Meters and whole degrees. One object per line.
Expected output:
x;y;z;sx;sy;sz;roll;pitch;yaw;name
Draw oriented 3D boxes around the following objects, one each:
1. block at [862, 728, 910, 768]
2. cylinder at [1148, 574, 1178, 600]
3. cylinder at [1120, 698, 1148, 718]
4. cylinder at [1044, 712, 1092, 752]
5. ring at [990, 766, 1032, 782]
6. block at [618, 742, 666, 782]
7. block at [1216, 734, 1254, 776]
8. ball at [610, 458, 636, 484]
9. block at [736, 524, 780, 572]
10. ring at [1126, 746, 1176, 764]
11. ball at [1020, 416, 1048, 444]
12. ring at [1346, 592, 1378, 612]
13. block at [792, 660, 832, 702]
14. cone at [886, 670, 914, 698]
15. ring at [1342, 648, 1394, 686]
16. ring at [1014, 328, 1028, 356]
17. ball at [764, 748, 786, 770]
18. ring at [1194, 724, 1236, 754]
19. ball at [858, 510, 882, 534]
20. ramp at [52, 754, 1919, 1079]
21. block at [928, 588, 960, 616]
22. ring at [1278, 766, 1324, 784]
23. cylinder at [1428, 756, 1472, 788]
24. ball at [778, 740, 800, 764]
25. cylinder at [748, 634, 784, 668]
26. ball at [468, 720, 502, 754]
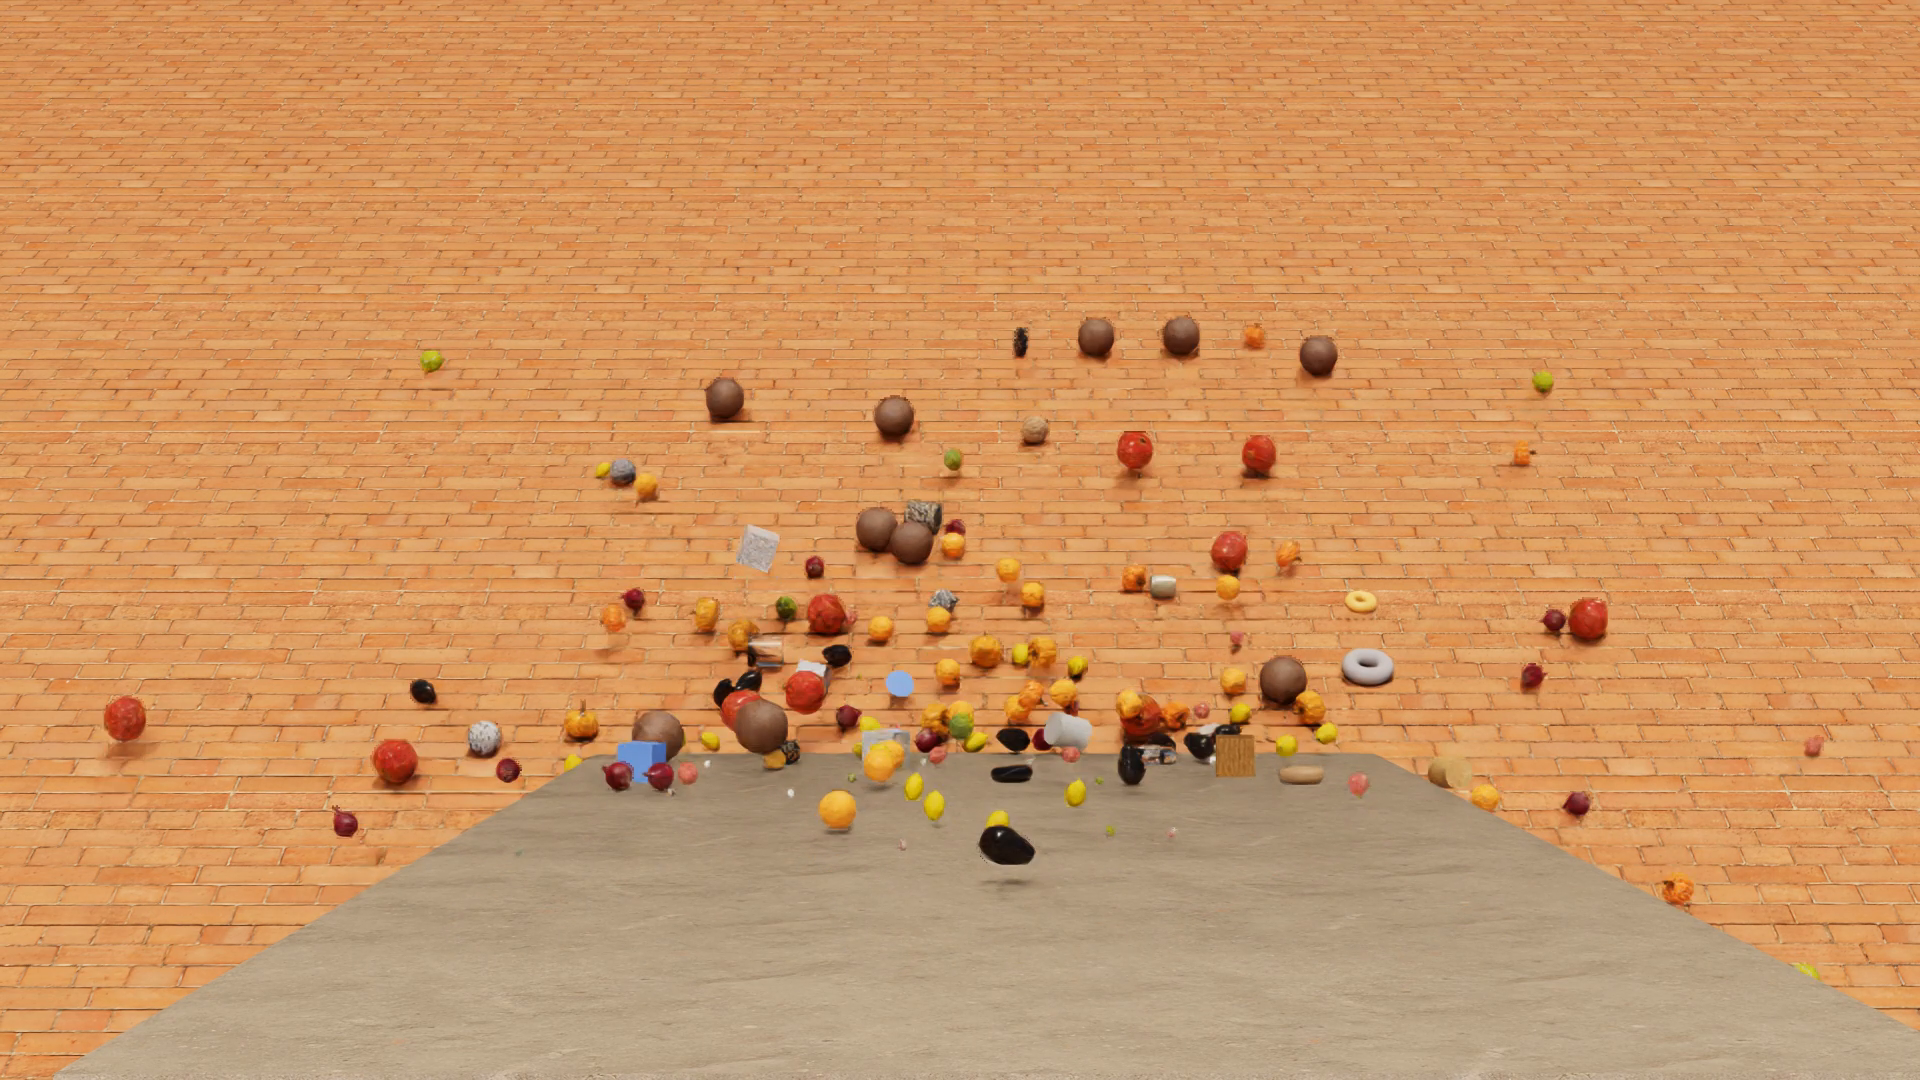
-0.178;0.506;6.283;0.086;0.086;0.086;0;0;26;block
0.584;0.134;7.477;0.069;0.069;0.069;5;29;-13;cylinder
0.467;0.451;6.944;0.055;0.055;0.055;2;26;-29;cylinder
0.276;0.492;6.630;0.087;0.087;0.087;17;22;-27;cylinder
0.118;0.533;5.909;0.098;0.033;0.098;-3;-2;0;ring
-0.727;0.507;5.924;0.084;0.084;0.084;0;0;17;block
0.643;0.504;6.045;0.090;0.090;0.090;0;0;5;block
-1.051;-0.213;8.068;0.081;0.081;0.081;0;30;0;ball
-0.560;0.023;7.170;0.093;0.093;0.093;19;12;-9;block
0.469;0.529;6.357;0.123;0.041;0.123;0;1;0;ring
0.239;-0.354;8.306;0.088;0.088;0.088;0;30;0;ball
1.155;0.178;7.443;0.092;0.031;0.092;1;31;0;ring
-0.401;0.380;7.009;0.077;0.077;0.077;12;69;15;block
-0.171;0.405;7.016;0.077;0.077;0.077;7;62;-14;cone
1.123;0.349;7.130;0.146;0.049;0.146;1;31;0;ring
0.209;-0.675;8.854;0.033;0.098;0.098;5;29;-11;ring
-0.442;0.524;6.182;0.051;0.051;0.051;0;30;0;ball
0.676;0.524;6.836;0.112;0.037;0.112;0;29;0;ring
-0.271;-0.056;7.807;0.070;0.070;0.070;0;30;0;ball
0.067;0.598;4.657;2.000;0.100;4.000;0;0;0;ramp
-0.046;0.177;7.366;0.054;0.054;0.054;35;15;17;block
0.771;0.531;5.856;0.106;0.035;0.106;-1;-1;0;ring
1.204;0.571;6.363;0.079;0.079;0.079;-15;3;-24;cylinder
-0.421;0.519;6.344;0.060;0.060;0.060;0;30;0;ball
-0.537;0.306;7.158;0.092;0.092;0.092;1;30;1;cylinder
-1.249;0.519;6.795;0.088;0.088;0.088;0;30;0;ball
